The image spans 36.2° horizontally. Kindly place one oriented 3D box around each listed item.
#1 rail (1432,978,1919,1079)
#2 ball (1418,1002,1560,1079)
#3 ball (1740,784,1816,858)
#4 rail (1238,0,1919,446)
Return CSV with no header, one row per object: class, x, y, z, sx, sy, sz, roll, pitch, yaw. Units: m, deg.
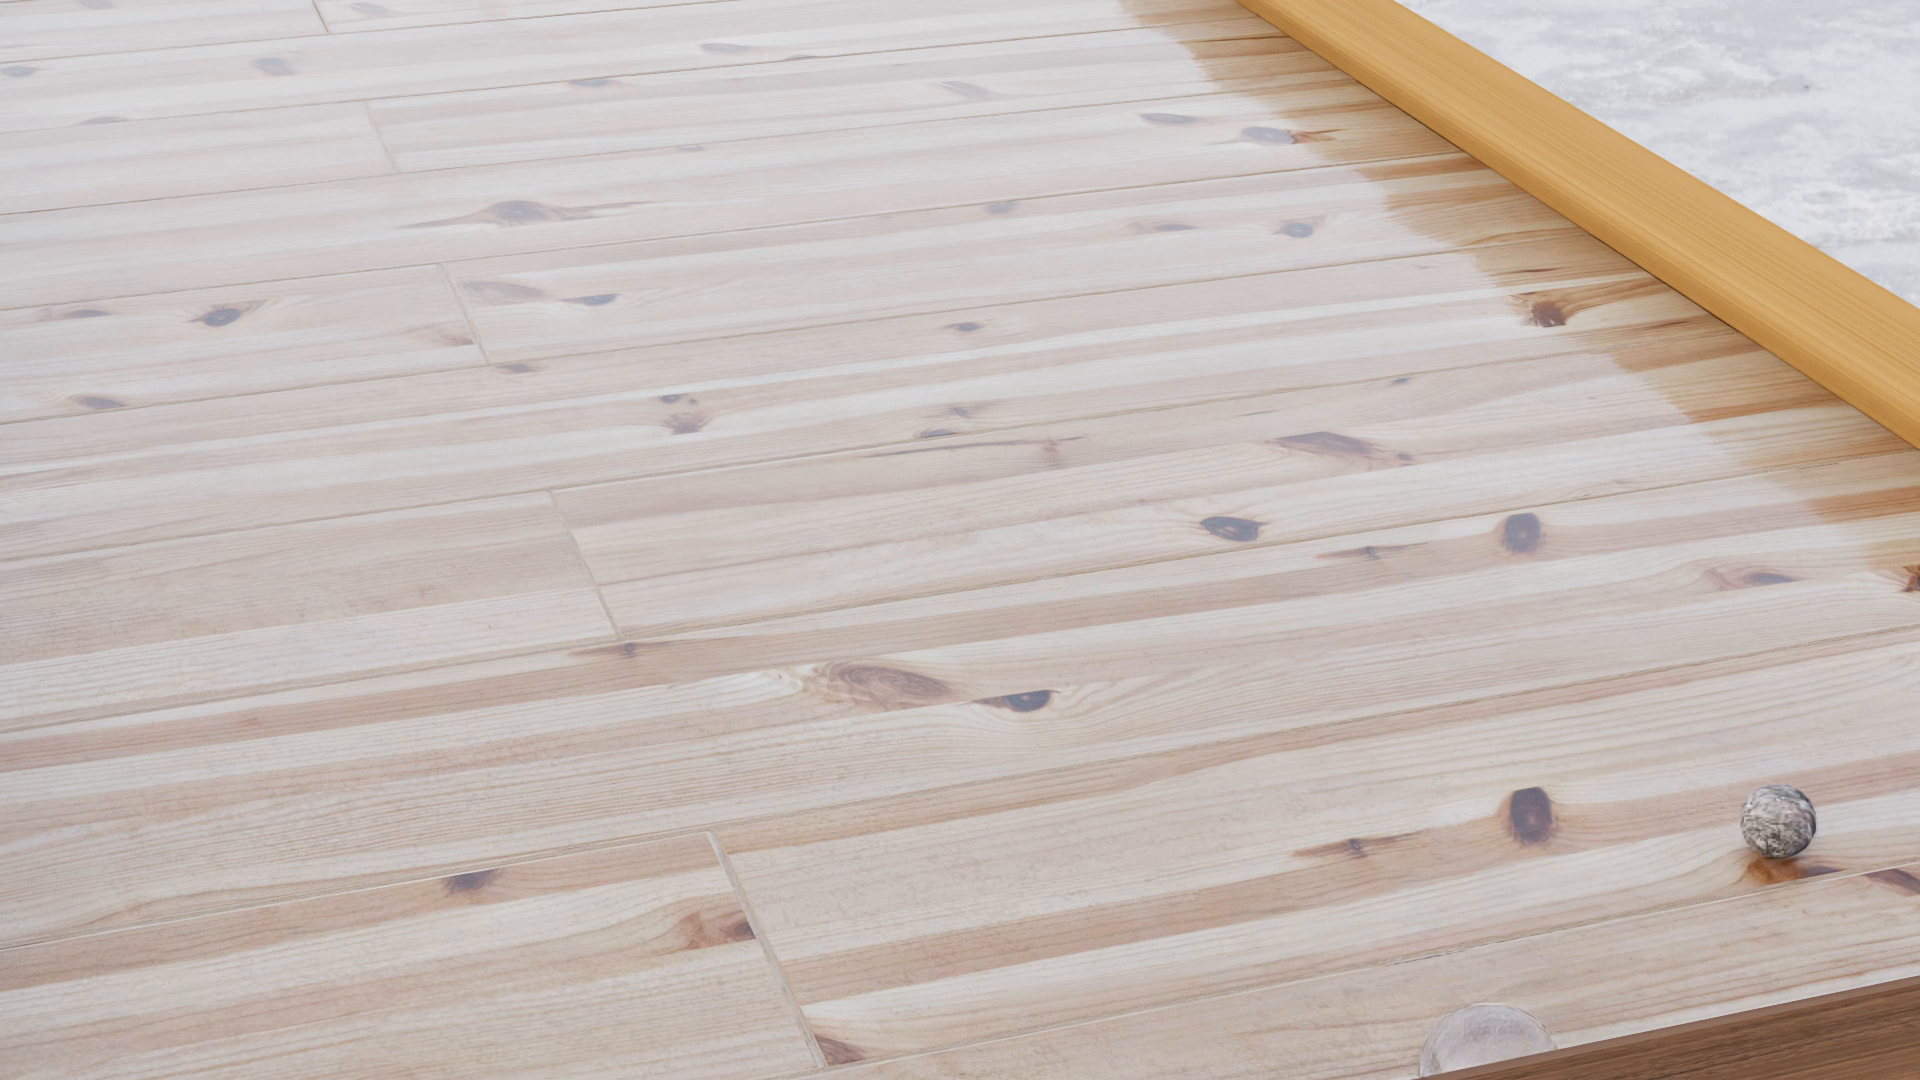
rail,0.224,0.279,1.382,1.520,0.103,0.045,-8,27,-16
ball,0.262,0.264,1.452,0.071,0.071,0.071,0,26,0
ball,0.472,0.162,1.696,0.043,0.043,0.043,0,26,0
rail,0.468,-0.427,2.844,0.045,0.103,2.982,-8,27,-16
